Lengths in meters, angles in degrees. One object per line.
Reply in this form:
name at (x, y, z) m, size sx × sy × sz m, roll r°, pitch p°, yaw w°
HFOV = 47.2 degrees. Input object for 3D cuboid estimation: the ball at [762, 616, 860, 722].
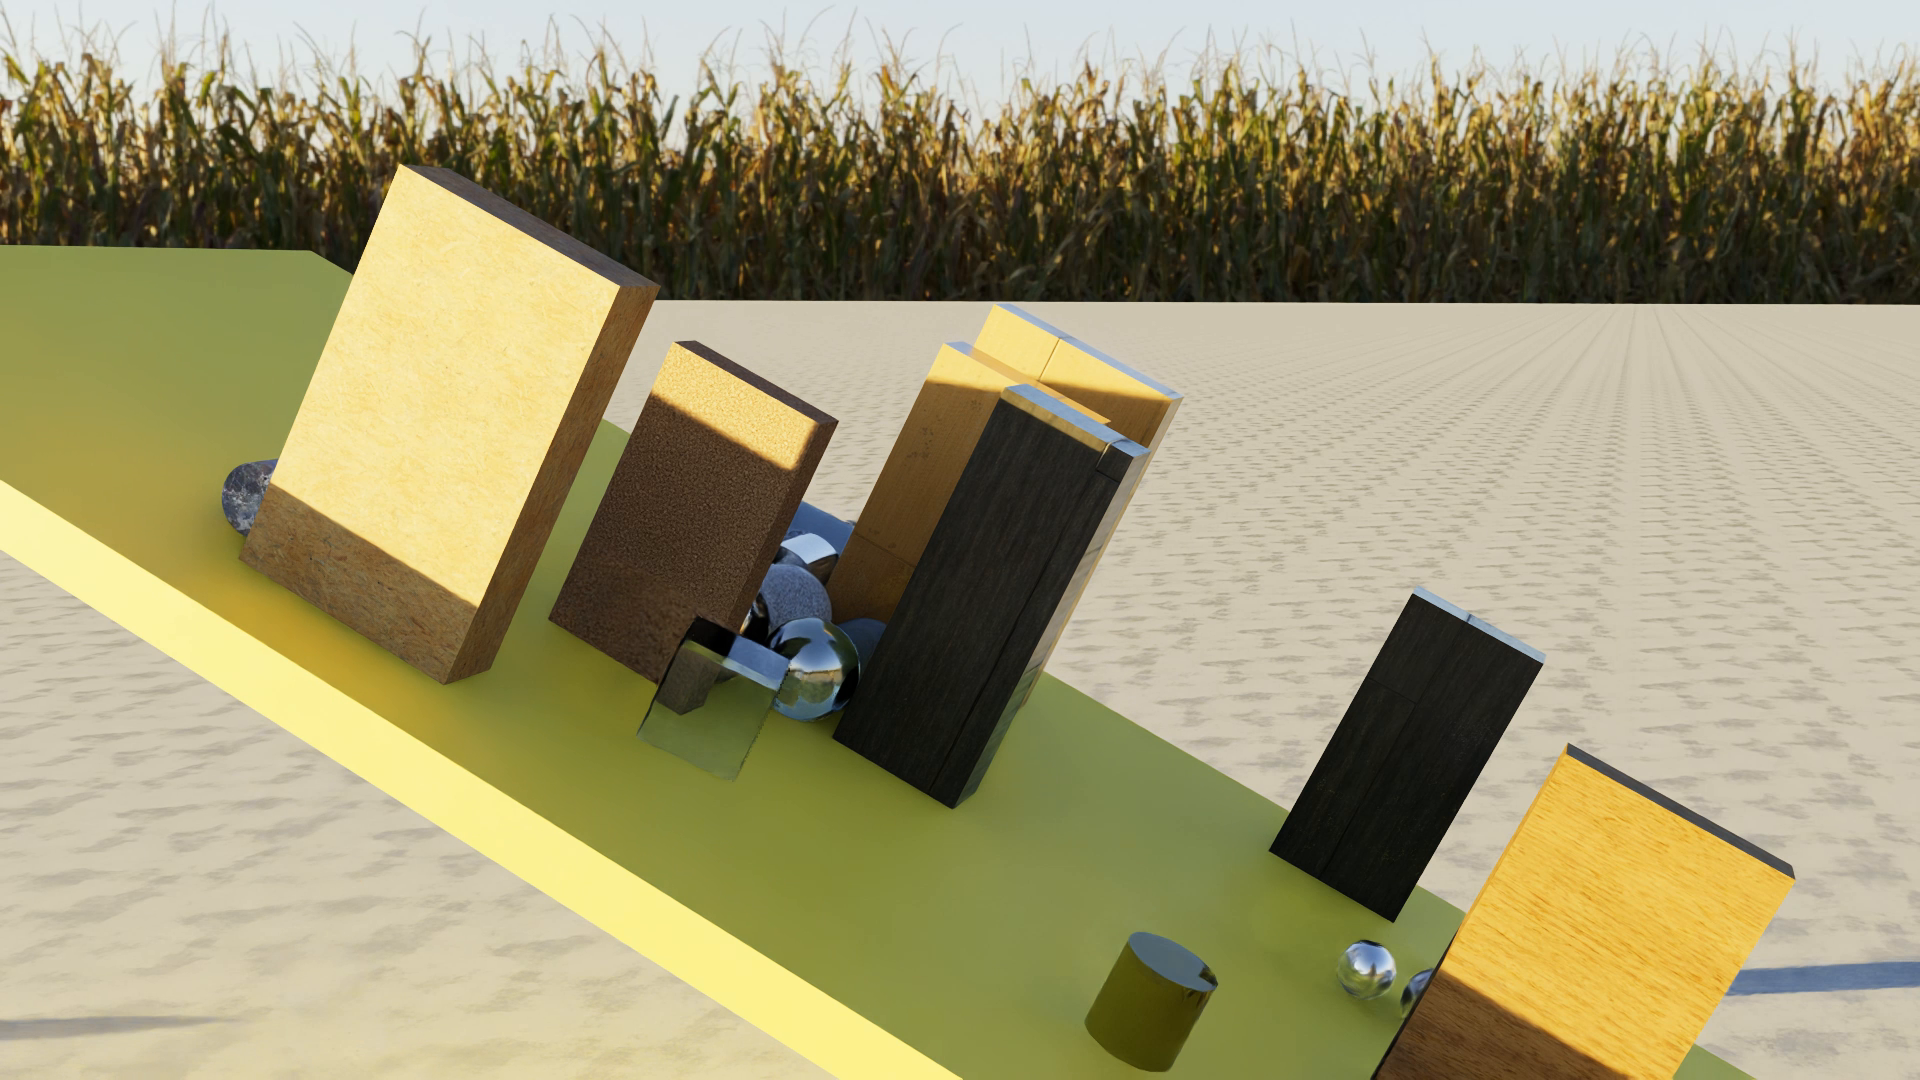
ball at (-0.279, 0.237, 4.039) m, size 0.191 × 0.191 × 0.191 m, roll 0°, pitch 7°, yaw 0°

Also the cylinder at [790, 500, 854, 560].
cylinder at (-0.312, 0.043, 4.655) m, size 0.207 × 0.207 × 0.207 m, roll 27°, pitch 9°, yaw 2°

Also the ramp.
ramp at (-0.236, 0.394, 4.155) m, size 4.000 × 0.100 × 2.000 m, roll 29°, pitch 14°, yaw 12°

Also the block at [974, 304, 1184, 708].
block at (0.107, -0.067, 4.671) m, size 0.425 × 0.754 × 0.119 m, roll 29°, pitch 14°, yaw 12°

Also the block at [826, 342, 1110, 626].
block at (-0.020, -0.002, 4.325) m, size 0.336 × 0.695 × 0.131 m, roll 29°, pitch 14°, yaw 12°

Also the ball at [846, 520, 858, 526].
ball at (-0.249, 0.017, 5.037) m, size 0.124 × 0.124 × 0.124 m, roll 0°, pitch 7°, yaw 0°

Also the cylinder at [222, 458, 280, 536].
cylinder at (-1.154, -0.073, 3.716) m, size 0.128 × 0.128 × 0.128 m, roll 2°, pitch 7°, yaw 17°

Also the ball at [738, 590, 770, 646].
ball at (-0.447, 0.147, 4.060) m, size 0.192 × 0.192 × 0.192 m, roll 0°, pitch 7°, yaw 0°

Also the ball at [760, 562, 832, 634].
ball at (-0.346, 0.143, 4.250) m, size 0.197 × 0.197 × 0.197 m, roll 0°, pitch 7°, yaw 0°

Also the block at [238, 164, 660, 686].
block at (-0.821, -0.184, 3.514) m, size 0.415 × 0.705 × 0.146 m, roll 29°, pitch 14°, yaw 12°

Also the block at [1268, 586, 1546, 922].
block at (0.924, 0.443, 4.558) m, size 0.294 × 0.626 × 0.115 m, roll 29°, pitch 14°, yaw 12°

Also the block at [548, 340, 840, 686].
block at (-0.475, -0.033, 3.895) m, size 0.304 × 0.560 × 0.096 m, roll 29°, pitch 14°, yaw 12°

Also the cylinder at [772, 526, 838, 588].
cylinder at (-0.353, 0.088, 4.455) m, size 0.189 × 0.189 × 0.189 m, roll 1°, pitch 18°, yaw 7°

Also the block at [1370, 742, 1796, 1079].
block at (0.911, 0.714, 3.350) m, size 0.366 × 0.721 × 0.086 m, roll 29°, pitch 14°, yaw 12°

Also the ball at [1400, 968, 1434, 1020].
ball at (0.874, 0.849, 4.007) m, size 0.140 × 0.140 × 0.140 m, roll 0°, pitch 7°, yaw 0°

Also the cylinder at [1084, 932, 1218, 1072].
cylinder at (0.296, 0.717, 3.413) m, size 0.153 × 0.153 × 0.153 m, roll 25°, pitch 14°, yaw -7°

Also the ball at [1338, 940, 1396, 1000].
ball at (0.750, 0.793, 4.055) m, size 0.107 × 0.107 × 0.107 m, roll 0°, pitch 7°, yaw 0°

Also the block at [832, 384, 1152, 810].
block at (0.054, 0.102, 4.007) m, size 0.262 × 0.730 × 0.146 m, roll 29°, pitch 14°, yaw 12°

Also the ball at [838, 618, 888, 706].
ball at (-0.186, 0.237, 4.244) m, size 0.175 × 0.175 × 0.175 m, roll 0°, pitch 7°, yaw 0°

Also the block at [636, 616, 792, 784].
block at (-0.414, 0.267, 3.712) m, size 0.179 × 0.179 × 0.179 m, roll 26°, pitch 14°, yaw -3°
